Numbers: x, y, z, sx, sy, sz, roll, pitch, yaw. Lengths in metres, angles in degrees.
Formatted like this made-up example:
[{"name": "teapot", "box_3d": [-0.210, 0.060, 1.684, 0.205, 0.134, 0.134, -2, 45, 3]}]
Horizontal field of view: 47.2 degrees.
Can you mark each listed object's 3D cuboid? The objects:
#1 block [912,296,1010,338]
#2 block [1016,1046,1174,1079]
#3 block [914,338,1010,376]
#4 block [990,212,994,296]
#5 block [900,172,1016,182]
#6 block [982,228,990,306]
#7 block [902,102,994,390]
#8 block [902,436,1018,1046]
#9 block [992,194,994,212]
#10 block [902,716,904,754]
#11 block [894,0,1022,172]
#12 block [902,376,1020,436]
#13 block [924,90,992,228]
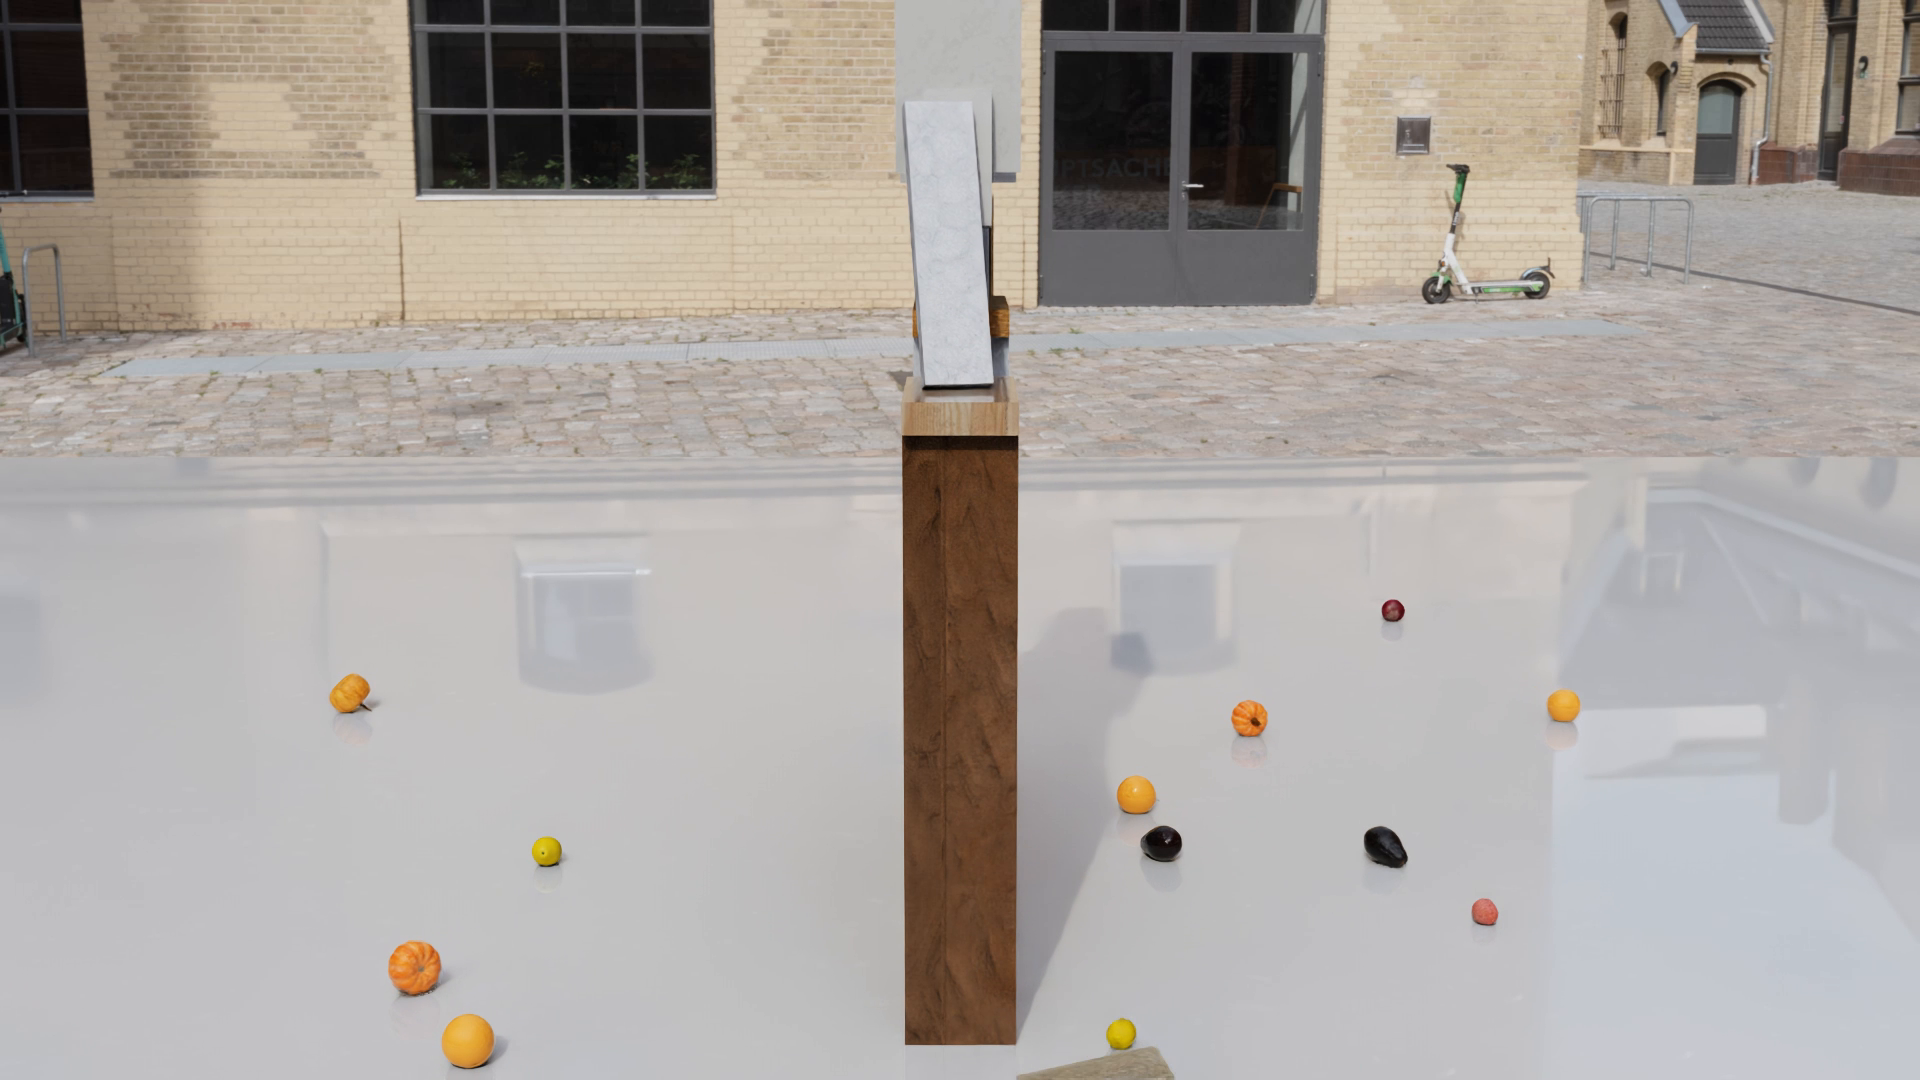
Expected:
[{"name": "block", "box_3d": [0.001, -0.337, 3.297, 0.139, 0.039, 0.278, 0, 11, 0]}, {"name": "block", "box_3d": [0.177, 0.710, 2.867, 0.191, 0.027, 0.095, -10, 12, -7]}, {"name": "block", "box_3d": [0.002, -0.100, 3.246, 0.139, 0.408, 0.039, 0, 10, 0]}, {"name": "block", "box_3d": [0.006, -0.469, 3.865, 0.106, 0.212, 0.030, 0, 11, 0]}, {"name": "block", "box_3d": [-0.002, -0.738, 3.364, 0.178, 0.377, 0.050, 0, 10, 1]}, {"name": "block", "box_3d": [-0.001, -0.424, 3.195, 0.085, 0.170, 0.024, 0, 11, 2]}, {"name": "block", "box_3d": [-0.018, -0.408, 3.037, 0.095, 0.402, 0.027, -2, -9, -12]}, {"name": "block", "box_3d": [0.000, 0.277, 3.003, 0.154, 0.860, 0.044, 0, 11, 0]}, {"name": "block", "box_3d": [0.003, -0.575, 3.772, 0.106, 0.030, 0.211, 0, 11, 2]}, {"name": "block", "box_3d": [-0.001, 0.264, 3.434, 0.170, 0.048, 0.339, 0, 11, 0]}, {"name": "block", "box_3d": [-0.002, -0.705, 3.130, 0.178, 0.356, 0.050, 0, 11, 0]}, {"name": "block", "box_3d": [0.000, -0.186, 3.021, 0.154, 0.044, 0.308, 0, 11, 0]}, {"name": "block", "box_3d": [-0.003, -0.538, 3.104, 0.095, 0.191, 0.027, 0, 0, 0]}]
